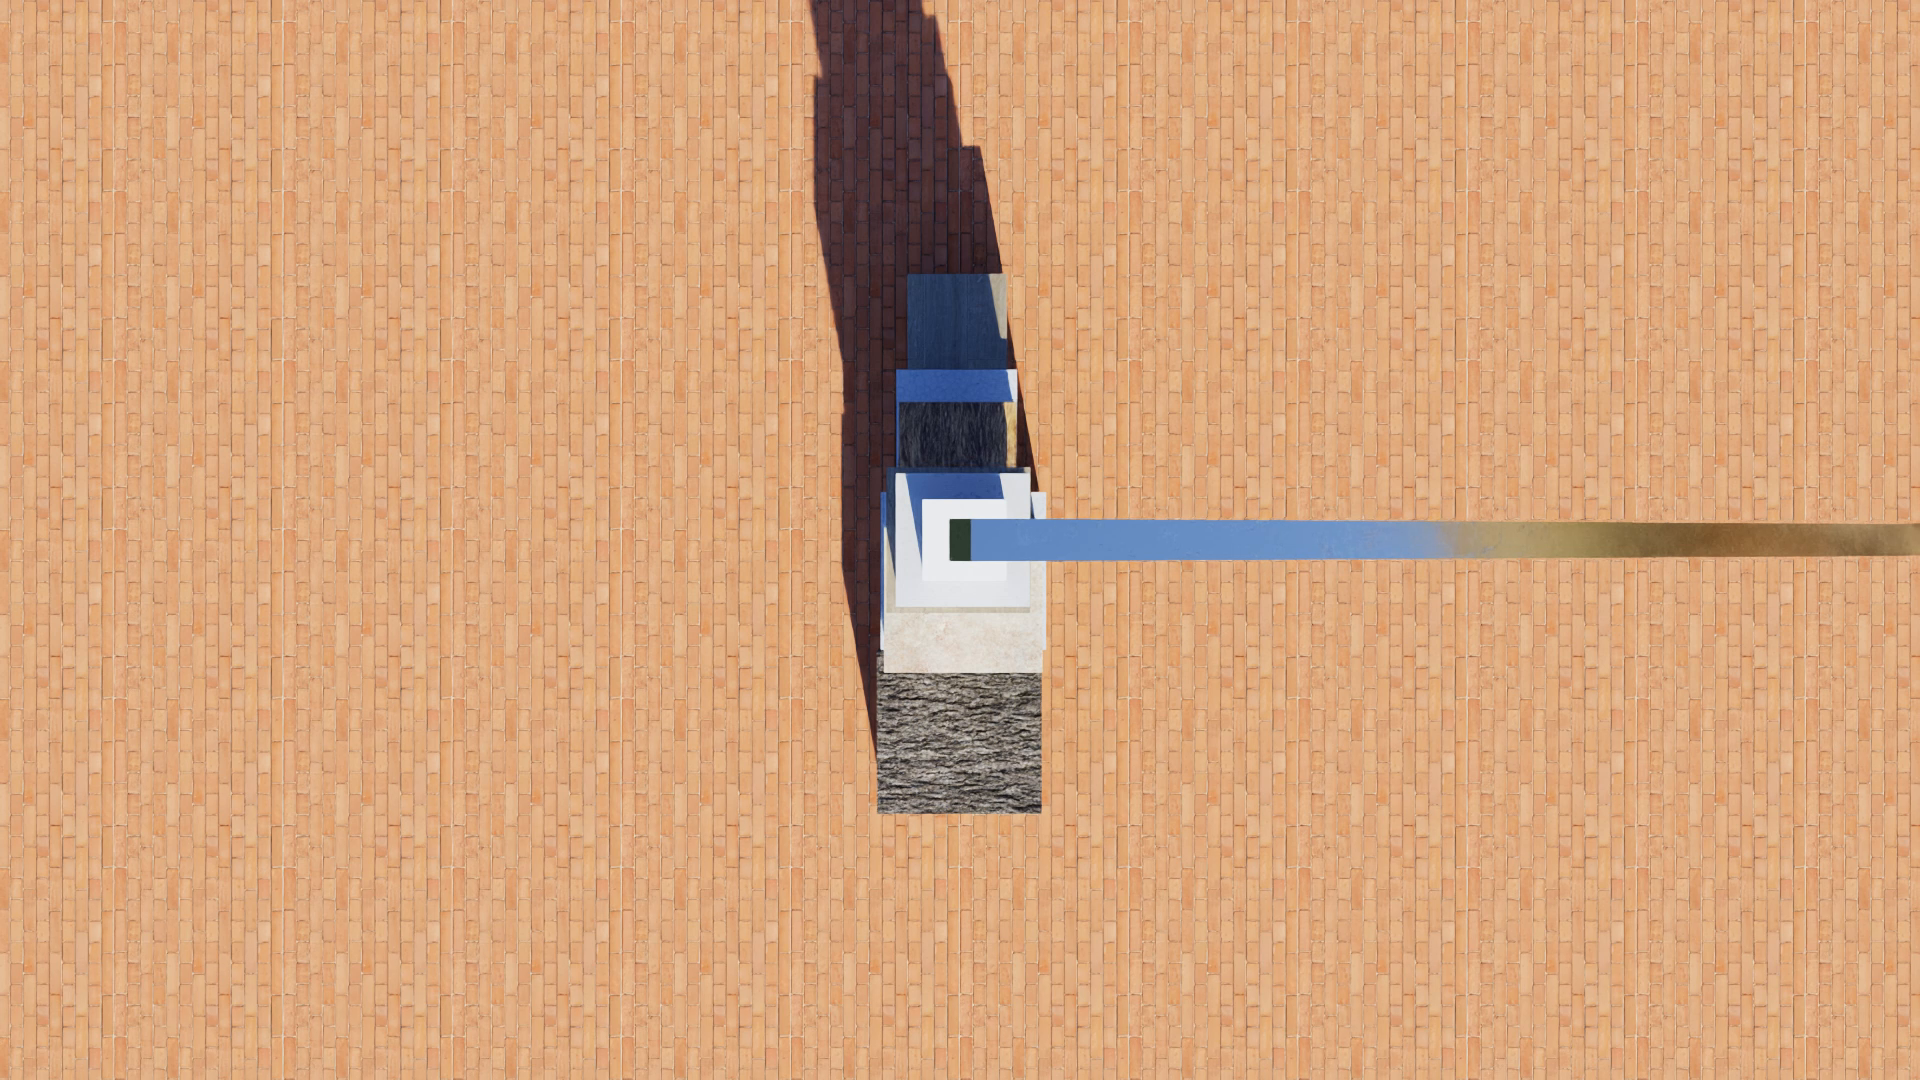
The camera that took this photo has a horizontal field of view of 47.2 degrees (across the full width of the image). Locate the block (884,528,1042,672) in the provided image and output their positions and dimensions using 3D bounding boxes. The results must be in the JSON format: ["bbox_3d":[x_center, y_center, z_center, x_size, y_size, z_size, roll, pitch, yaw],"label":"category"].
[{"bbox_3d":[0.017,0.309,11.700,0.815,0.781,0.746,0,90,0],"label":"block"}]

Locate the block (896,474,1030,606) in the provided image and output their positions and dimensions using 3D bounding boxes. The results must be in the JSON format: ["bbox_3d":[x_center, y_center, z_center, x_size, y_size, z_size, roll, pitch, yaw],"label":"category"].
[{"bbox_3d":[0.011,0.000,8.847,0.523,0.526,0.520,0,90,0],"label":"block"}]

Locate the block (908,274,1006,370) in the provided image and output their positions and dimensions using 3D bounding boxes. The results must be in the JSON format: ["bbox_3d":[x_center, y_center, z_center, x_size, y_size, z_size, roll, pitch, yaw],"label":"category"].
[{"bbox_3d":[-0.016,-1.240,12.741,0.565,0.518,0.543,0,90,0],"label":"block"}]

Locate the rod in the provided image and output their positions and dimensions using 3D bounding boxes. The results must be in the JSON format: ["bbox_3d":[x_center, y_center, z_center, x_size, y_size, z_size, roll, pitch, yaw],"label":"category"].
[{"bbox_3d":[2.234,0.000,5.457,5.200,0.080,0.080,0,90,-31],"label":"rod"}]

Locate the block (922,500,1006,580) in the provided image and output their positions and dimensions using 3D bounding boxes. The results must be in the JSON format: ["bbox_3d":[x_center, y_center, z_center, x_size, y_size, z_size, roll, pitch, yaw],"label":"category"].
[{"bbox_3d":[0.017,0.000,8.397,0.315,0.373,0.304,0,90,0],"label":"block"}]

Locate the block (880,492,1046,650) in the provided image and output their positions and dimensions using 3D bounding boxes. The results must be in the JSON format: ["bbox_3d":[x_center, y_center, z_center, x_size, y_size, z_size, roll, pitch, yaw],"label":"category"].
[{"bbox_3d":[0.019,0.170,12.545,0.910,0.910,0.867,0,90,0],"label":"block"}]

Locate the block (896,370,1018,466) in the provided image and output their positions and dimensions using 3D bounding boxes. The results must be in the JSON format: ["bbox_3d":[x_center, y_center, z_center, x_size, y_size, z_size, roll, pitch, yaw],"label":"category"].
[{"bbox_3d":[-0.018,-0.616,12.682,0.678,0.636,0.685,0,90,0],"label":"block"}]

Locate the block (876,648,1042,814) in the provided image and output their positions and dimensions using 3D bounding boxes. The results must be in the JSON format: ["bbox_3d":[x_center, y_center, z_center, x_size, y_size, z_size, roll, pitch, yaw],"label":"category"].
[{"bbox_3d":[-0.004,1.063,12.571,0.911,0.858,0.899,0,90,0],"label":"block"}]

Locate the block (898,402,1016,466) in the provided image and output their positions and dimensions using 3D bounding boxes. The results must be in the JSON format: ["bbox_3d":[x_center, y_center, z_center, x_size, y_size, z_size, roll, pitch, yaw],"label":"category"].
[{"bbox_3d":[-0.012,-0.398,11.790,0.615,0.617,0.609,0,86,0],"label":"block"}]

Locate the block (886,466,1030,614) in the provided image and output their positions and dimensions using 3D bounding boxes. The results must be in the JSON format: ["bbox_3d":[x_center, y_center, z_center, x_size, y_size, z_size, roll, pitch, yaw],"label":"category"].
[{"bbox_3d":[-0.006,0.000,9.427,0.596,0.633,0.605,0,90,0],"label":"block"}]
